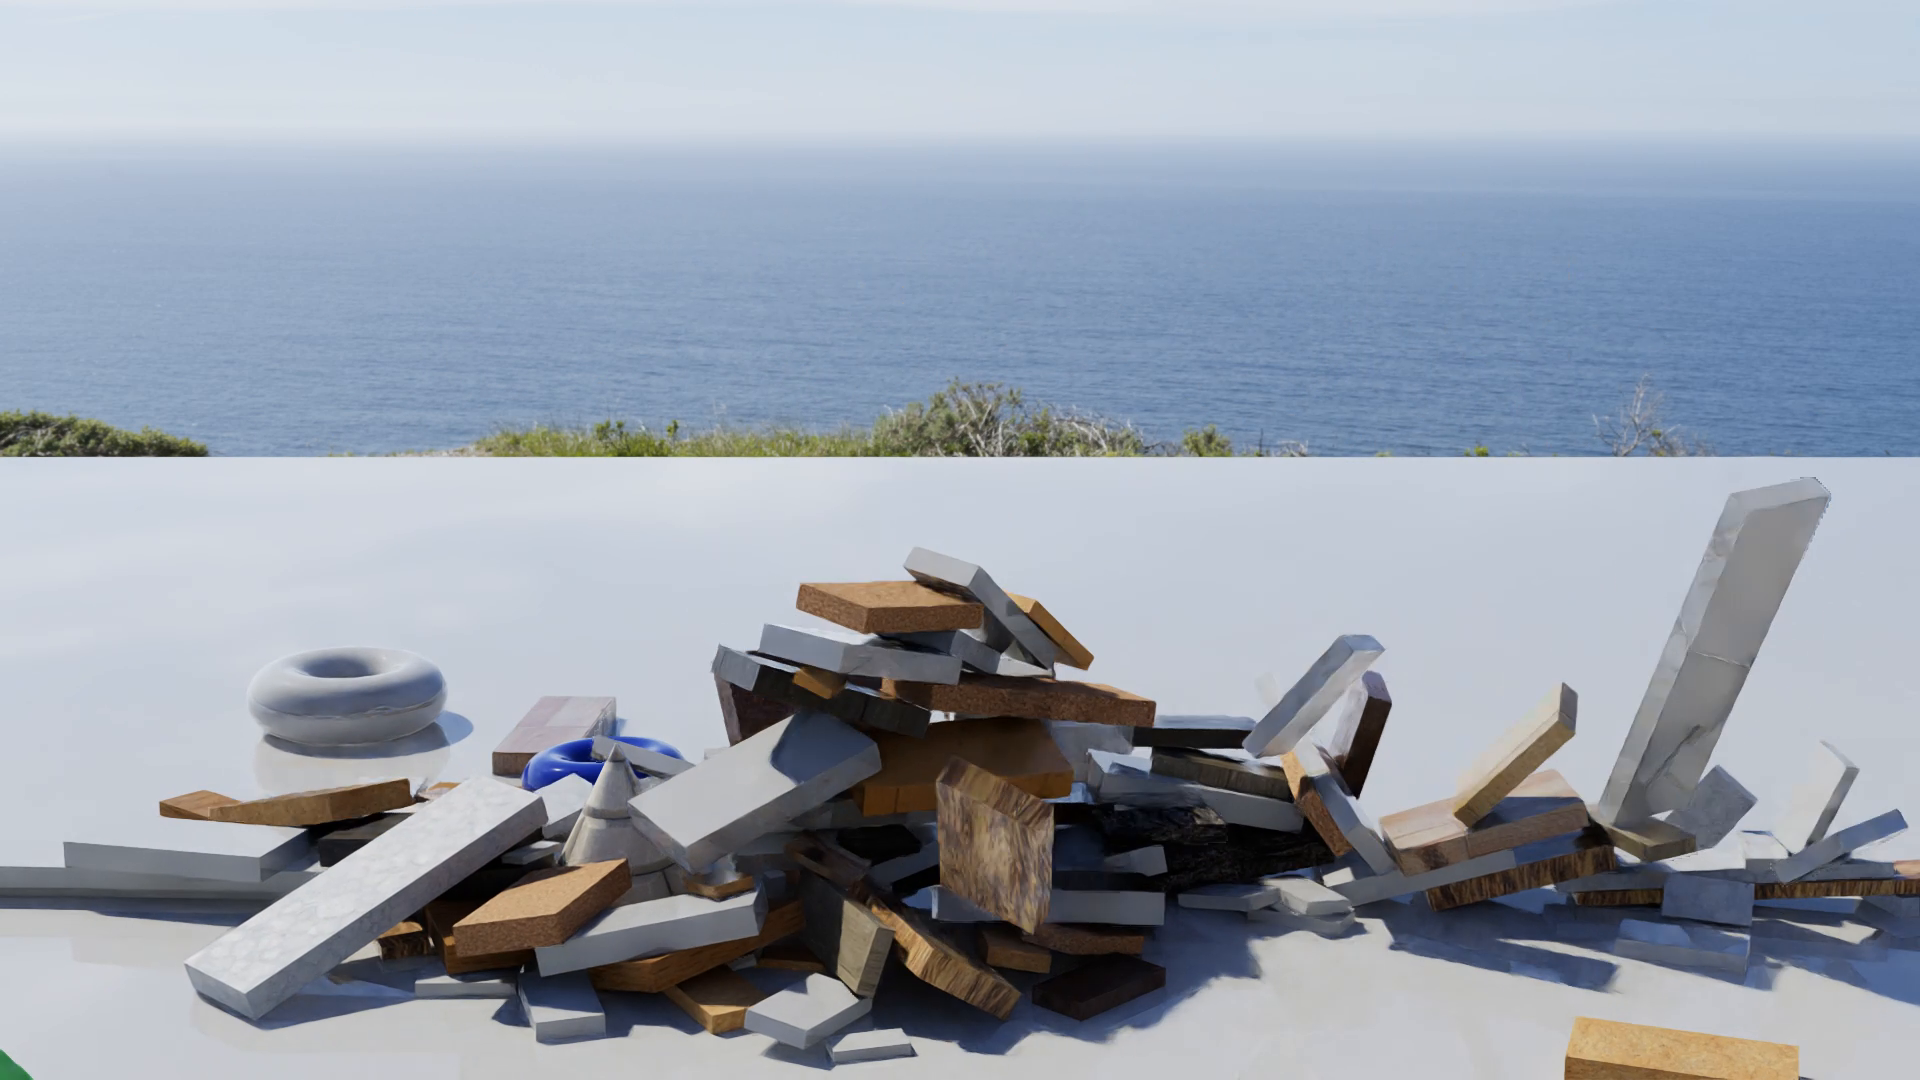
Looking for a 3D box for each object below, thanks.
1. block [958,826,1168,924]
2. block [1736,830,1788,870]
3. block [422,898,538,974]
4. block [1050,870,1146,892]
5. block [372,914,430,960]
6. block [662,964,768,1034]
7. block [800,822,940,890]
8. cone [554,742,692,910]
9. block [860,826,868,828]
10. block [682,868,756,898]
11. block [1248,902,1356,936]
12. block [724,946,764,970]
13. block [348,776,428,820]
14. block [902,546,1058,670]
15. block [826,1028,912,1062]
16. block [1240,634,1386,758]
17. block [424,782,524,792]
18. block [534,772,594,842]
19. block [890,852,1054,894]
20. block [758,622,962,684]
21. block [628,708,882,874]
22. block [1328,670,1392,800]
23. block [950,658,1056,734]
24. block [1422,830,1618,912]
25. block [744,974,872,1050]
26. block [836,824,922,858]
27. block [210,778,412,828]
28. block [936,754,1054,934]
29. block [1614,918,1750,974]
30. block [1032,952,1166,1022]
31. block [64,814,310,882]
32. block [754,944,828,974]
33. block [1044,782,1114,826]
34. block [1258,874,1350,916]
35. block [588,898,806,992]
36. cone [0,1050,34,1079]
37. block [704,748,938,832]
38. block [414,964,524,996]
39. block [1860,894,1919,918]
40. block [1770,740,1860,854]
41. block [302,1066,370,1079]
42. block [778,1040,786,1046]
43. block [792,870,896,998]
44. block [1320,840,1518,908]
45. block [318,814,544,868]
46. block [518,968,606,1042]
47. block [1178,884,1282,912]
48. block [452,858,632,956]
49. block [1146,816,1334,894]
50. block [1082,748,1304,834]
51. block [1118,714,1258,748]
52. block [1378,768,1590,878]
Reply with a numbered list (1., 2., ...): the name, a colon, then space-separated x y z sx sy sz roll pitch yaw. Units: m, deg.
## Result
1. block: 0.150 0.537 3.627 0.350 0.050 0.175 -13 12 -6
2. block: 1.324 0.512 3.628 0.068 0.019 0.137 -1 12 14
3. block: -0.739 0.602 3.417 0.152 0.043 0.303 -4 6 -20
4. block: 0.213 0.531 3.420 0.099 0.028 0.199 -2 -10 21
5. block: -0.883 0.620 3.450 0.073 0.021 0.147 -5 12 -24
6. block: -0.355 0.663 3.199 0.097 0.028 0.194 -6 12 -30
7. block: -0.114 0.514 3.590 0.268 0.038 0.134 -18 13 -28
8. cone: -0.557 0.463 3.586 0.280 0.280 0.280 0 11 0
9. block: -0.256 0.435 3.636 0.200 0.028 0.100 12 32 -18
10. block: -0.365 0.518 3.319 0.064 0.018 0.128 -13 3 -28
11. block: 0.550 0.602 3.542 0.155 0.022 0.077 6 12 28
12. block: -0.335 0.626 3.374 0.067 0.019 0.134 -15 9 6
13. block: -1.078 0.494 4.090 0.126 0.036 0.251 -1 11 -3
14. block: 0.037 0.116 3.688 0.145 0.041 0.291 17 -20 40
15. block: -0.127 0.699 3.042 0.109 0.015 0.054 -3 11 -16
16. block: 0.569 0.252 3.542 0.035 0.247 0.123 50 24 24
17. block: -0.920 0.487 4.154 0.178 0.025 0.089 3 11 13
18. block: -0.712 0.470 3.815 0.095 0.027 0.190 24 33 33
19. block: 0.009 0.516 3.646 0.268 0.038 0.134 -13 12 -6
20. block: -0.152 0.180 3.451 0.159 0.045 0.318 12 0 35
21. block: -0.316 0.381 3.415 0.353 0.050 0.176 -27 32 -28
22. block: 0.681 0.392 3.867 0.043 0.304 0.152 16 16 -1
23. block: 0.069 0.368 3.932 0.174 0.348 0.049 -2 34 -8
24. block: 0.915 0.534 3.640 0.305 0.043 0.153 -14 10 5
25. block: -0.212 0.664 3.105 0.097 0.028 0.194 14 11 24
26. block: -0.128 0.478 3.488 0.122 0.017 0.061 0 25 -36
27. block: -1.128 0.464 3.817 0.336 0.048 0.168 -11 -3 37
28. block: 0.045 0.396 2.830 0.145 0.291 0.041 26 59 18
29. block: 1.117 0.626 3.400 0.191 0.027 0.095 4 11 23
30. block: 0.206 0.656 3.239 0.095 0.027 0.190 10 15 43
31. block: -1.282 0.510 3.649 0.358 0.043 0.152 2 11 13
32. block: -0.254 0.640 3.359 0.109 0.015 0.054 3 11 13
33. block: 0.113 0.440 3.699 0.268 0.038 0.134 4 8 -9
34. block: 0.556 0.575 3.566 0.077 0.022 0.155 0 7 -22
35. block: -0.392 0.603 3.294 0.152 0.043 0.303 -7 5 43
36. cone: -1.227 0.704 2.779 0.224 0.224 0.224 8 -14 36
37. block: -0.181 0.395 3.569 0.446 0.050 0.176 -2 27 -16
38. block: -0.728 0.654 3.268 0.147 0.021 0.073 0 11 -1
39. block: 1.619 0.580 3.634 0.235 0.033 0.117 -3 11 -14
40. block: 1.392 0.425 3.585 0.025 0.177 0.089 14 20 -16
41. block: -0.796 0.728 2.867 0.073 0.021 0.147 -8 13 -37
42. block: -0.232 0.685 3.114 0.054 0.015 0.109 -1 11 -5
43. block: -0.186 0.583 3.311 0.028 0.100 0.382 19 -1 -21
44. block: 0.752 0.533 3.638 0.305 0.043 0.153 -15 9 7
45. block: -0.870 0.493 3.618 0.322 0.046 0.161 -3 8 18
46. block: -0.577 0.668 3.175 0.097 0.028 0.194 -4 11 -18
47. block: 0.437 0.580 3.574 0.077 0.022 0.155 -9 2 -41
48. block: -0.626 0.553 3.324 0.161 0.046 0.321 -9 4 11
49. block: 0.436 0.530 3.724 0.350 0.050 0.175 -8 8 -11
50. block: 0.396 0.428 3.750 0.350 0.050 0.175 10 6 -7
51. block: 0.404 0.333 3.832 0.235 0.033 0.117 2 7 -8
52. block: 0.852 0.460 3.593 0.305 0.043 0.153 -16 15 1
